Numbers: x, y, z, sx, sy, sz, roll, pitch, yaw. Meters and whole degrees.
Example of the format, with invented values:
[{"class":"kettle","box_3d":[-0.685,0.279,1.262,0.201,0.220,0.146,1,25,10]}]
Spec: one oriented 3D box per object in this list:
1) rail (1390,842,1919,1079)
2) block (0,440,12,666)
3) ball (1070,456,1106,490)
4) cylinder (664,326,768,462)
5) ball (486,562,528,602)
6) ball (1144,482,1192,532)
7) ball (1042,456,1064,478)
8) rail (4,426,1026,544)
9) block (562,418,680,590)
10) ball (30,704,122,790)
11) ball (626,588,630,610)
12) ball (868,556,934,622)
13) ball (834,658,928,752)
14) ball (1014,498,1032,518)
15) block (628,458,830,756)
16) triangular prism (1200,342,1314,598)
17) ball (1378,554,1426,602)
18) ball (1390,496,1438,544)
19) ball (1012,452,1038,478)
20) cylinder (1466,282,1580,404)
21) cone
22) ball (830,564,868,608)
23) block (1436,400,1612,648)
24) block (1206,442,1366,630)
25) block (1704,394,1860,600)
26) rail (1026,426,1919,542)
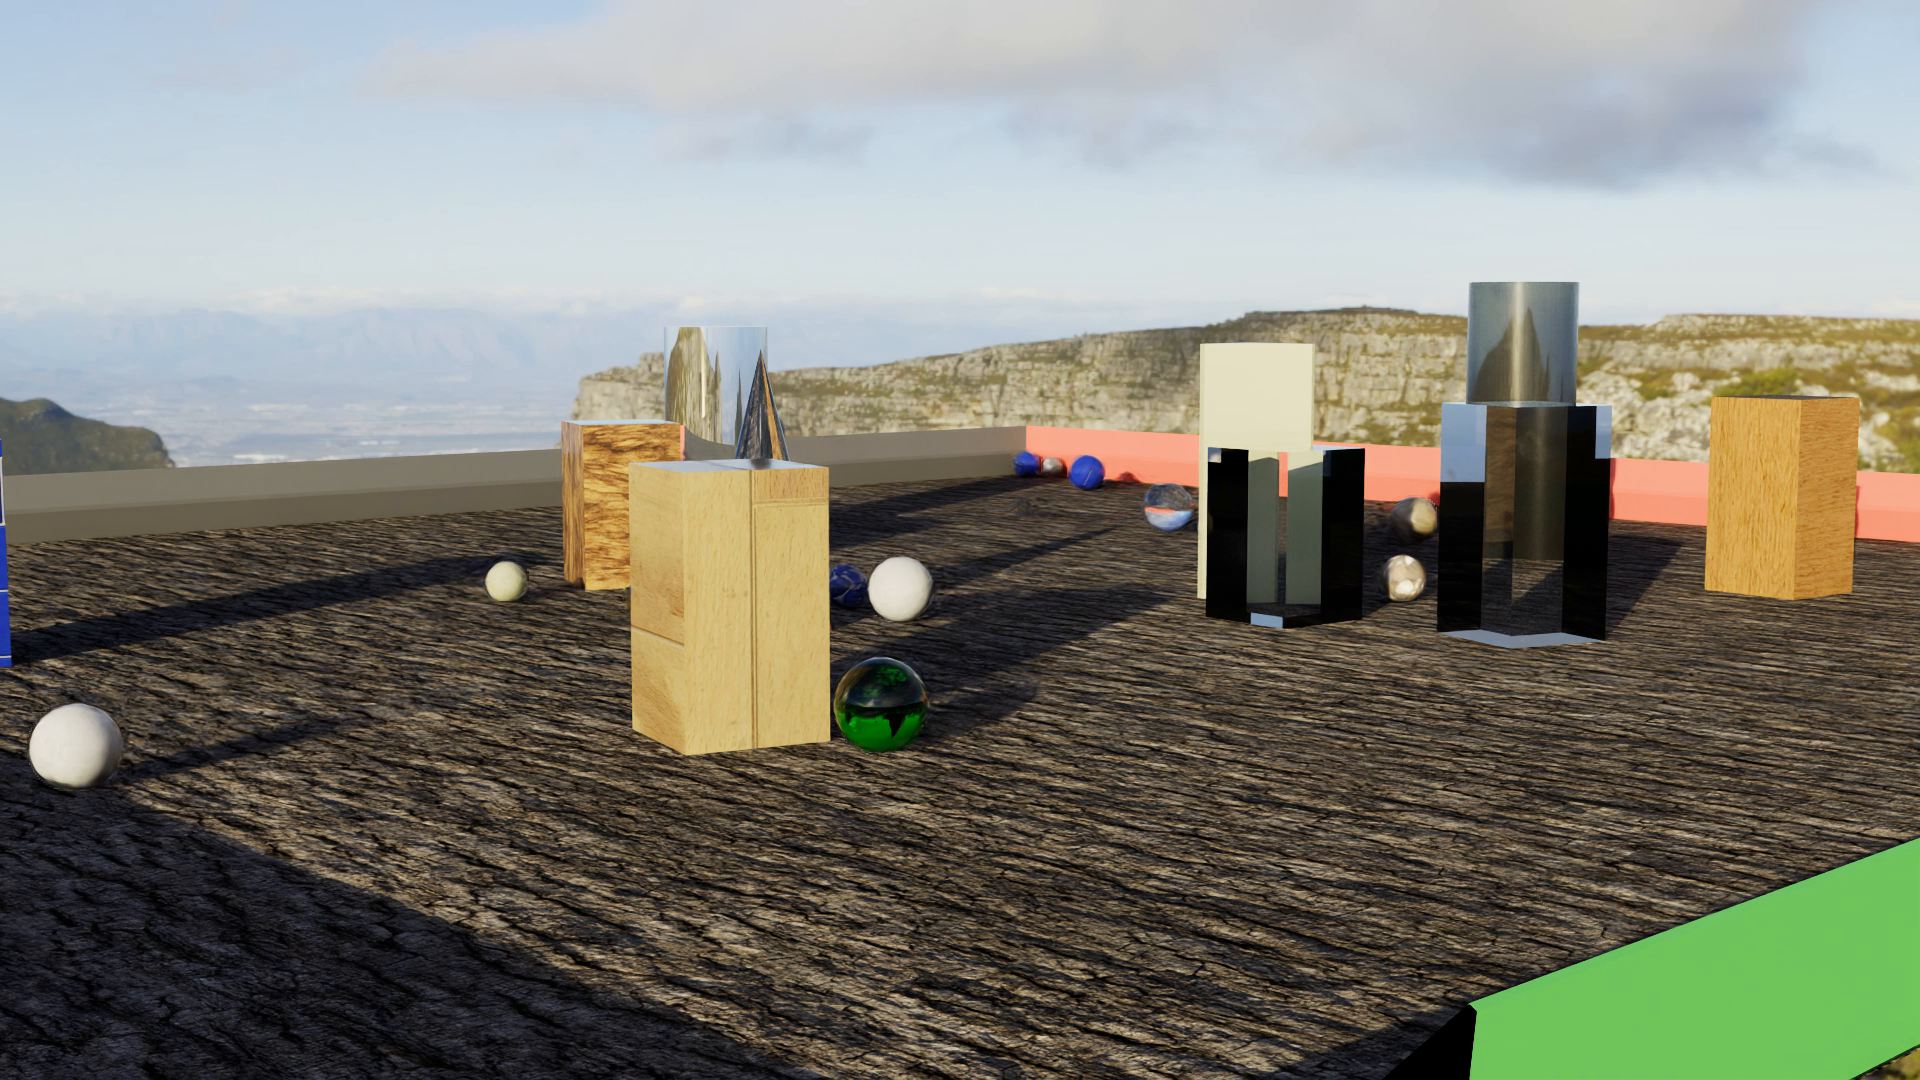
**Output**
[{"class":"rail","box_3d":[1.257,0.175,1.977,3.962,0.129,0.045,-5,8,-42]},{"class":"block","box_3d":[-1.300,0.013,2.783,0.159,0.285,0.159,-3,7,-28]},{"class":"ball","box_3d":[0.318,-0.168,5.476,0.087,0.087,0.087,0,6,0]},{"class":"cylinder","box_3d":[-0.469,-0.204,4.244,0.199,0.414,0.199,0,6,0]},{"class":"ball","box_3d":[-0.694,0.064,3.367,0.063,0.063,0.063,0,6,0]},{"class":"ball","box_3d":[0.420,-0.066,4.440,0.099,0.099,0.099,0,6,0]},{"class":"ball","box_3d":[0.249,-0.195,5.889,0.056,0.056,0.056,0,6,0]},{"class":"rail","box_3d":[-1.257,-0.108,4.687,3.962,0.129,0.045,-5,8,-42]},{"class":"block","box_3d":[-0.555,-0.062,3.606,0.159,0.264,0.159,-2,6,-22]},{"class":"ball","box_3d":[-0.822,0.193,2.047,0.081,0.081,0.081,0,6,0]},{"class":"ball","box_3d":[-0.440,0.084,3.134,0.071,0.071,0.071,0,6,0]},{"class":"ball","box_3d":[-0.084,0.071,3.153,0.094,0.094,0.094,0,6,0]},{"class":"ball","box_3d":[-0.080,0.167,2.224,0.096,0.096,0.096,0,6,0]},{"class":"ball","box_3d":[0.136,-0.069,4.754,0.040,0.040,0.040,0,6,0]},{"class":"block","box_3d":[-0.242,0.064,2.302,0.159,0.285,0.159,-3,7,-28]},{"class":"triangular prism","box_3d":[0.460,-0.113,3.473,0.172,0.394,0.149,0,6,1]},{"class":"ball","box_3d":[0.678,0.059,3.372,0.072,0.072,0.072,0,6,0]},{"class":"ball","box_3d":[0.869,-0.038,4.214,0.090,0.090,0.090,0,6,0]},{"class":"ball","box_3d":[0.175,-0.202,5.890,0.070,0.070,0.070,0,6,0]},{"class":"cylinder","box_3d":[1.038,-0.228,4.075,0.199,0.497,0.199,0,6,0]},{"class":"cone","box_3d":[-0.277,-0.071,3.076,0.199,0.393,0.199,0,6,0]},{"class":"ball","box_3d":[-0.171,0.069,3.304,0.066,0.066,0.066,0,6,0]},{"class":"block","box_3d":[0.767,-0.026,2.996,0.159,0.319,0.159,-3,7,-24]},{"class":"block","box_3d":[0.470,-0.010,3.184,0.159,0.249,0.159,-5,8,-38]},{"class":"block","box_3d":[1.305,-0.072,3.492,0.159,0.309,0.159,-4,7,-36]},{"class":"rail","box_3d":[1.439,-0.104,4.652,0.045,0.129,3.755,-5,8,-42]}]
